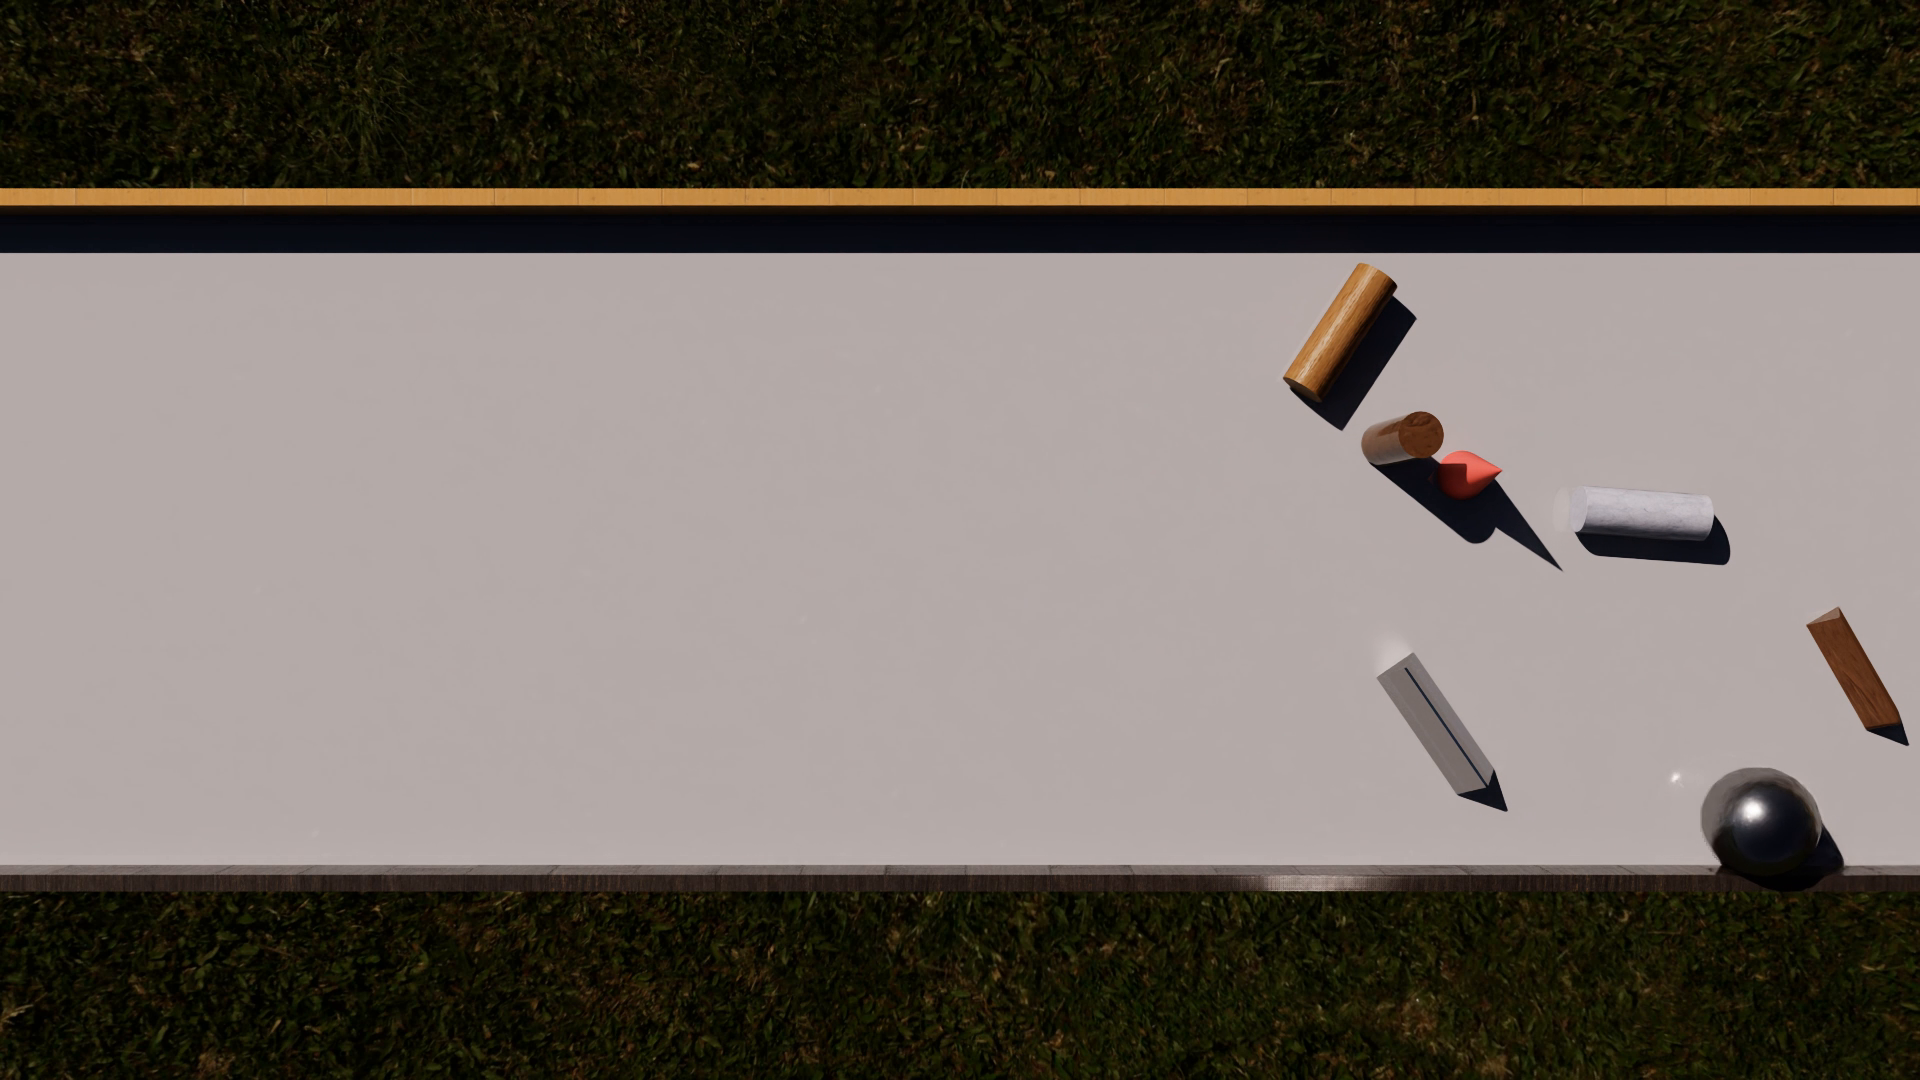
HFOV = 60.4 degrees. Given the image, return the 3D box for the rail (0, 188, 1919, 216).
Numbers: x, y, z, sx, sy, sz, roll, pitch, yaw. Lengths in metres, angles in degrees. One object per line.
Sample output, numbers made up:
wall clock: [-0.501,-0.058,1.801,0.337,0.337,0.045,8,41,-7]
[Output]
rail: [-2.247,-1.025,5.002,12.000,0.150,0.050,0,90,0]

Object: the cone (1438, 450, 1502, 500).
cone: [1.545,-0.199,4.885,0.154,0.383,0.154,0,90,0]

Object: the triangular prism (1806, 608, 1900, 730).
triangular prism: [2.744,0.394,5.025,0.114,0.098,0.370,-30,90,0]

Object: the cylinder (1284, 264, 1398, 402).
cylinder: [1.153,-0.629,5.007,0.139,0.139,0.414,34,90,0]

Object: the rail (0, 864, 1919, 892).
rail: [-2.247,1.025,5.001,12.000,0.150,0.050,0,90,0]

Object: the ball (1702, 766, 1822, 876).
ball: [2.386,0.839,4.915,0.323,0.323,0.323,0,90,0]

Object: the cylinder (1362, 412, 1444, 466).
cylinder: [1.315,-0.299,4.916,0.137,0.307,0.137,0,88,-6]

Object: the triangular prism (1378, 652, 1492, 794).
triangular prism: [1.461,0.563,5.014,0.137,0.118,0.434,-35,90,0]

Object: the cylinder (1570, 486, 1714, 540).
cylinder: [2.066,-0.081,5.005,0.379,0.141,0.141,4,90,0]
